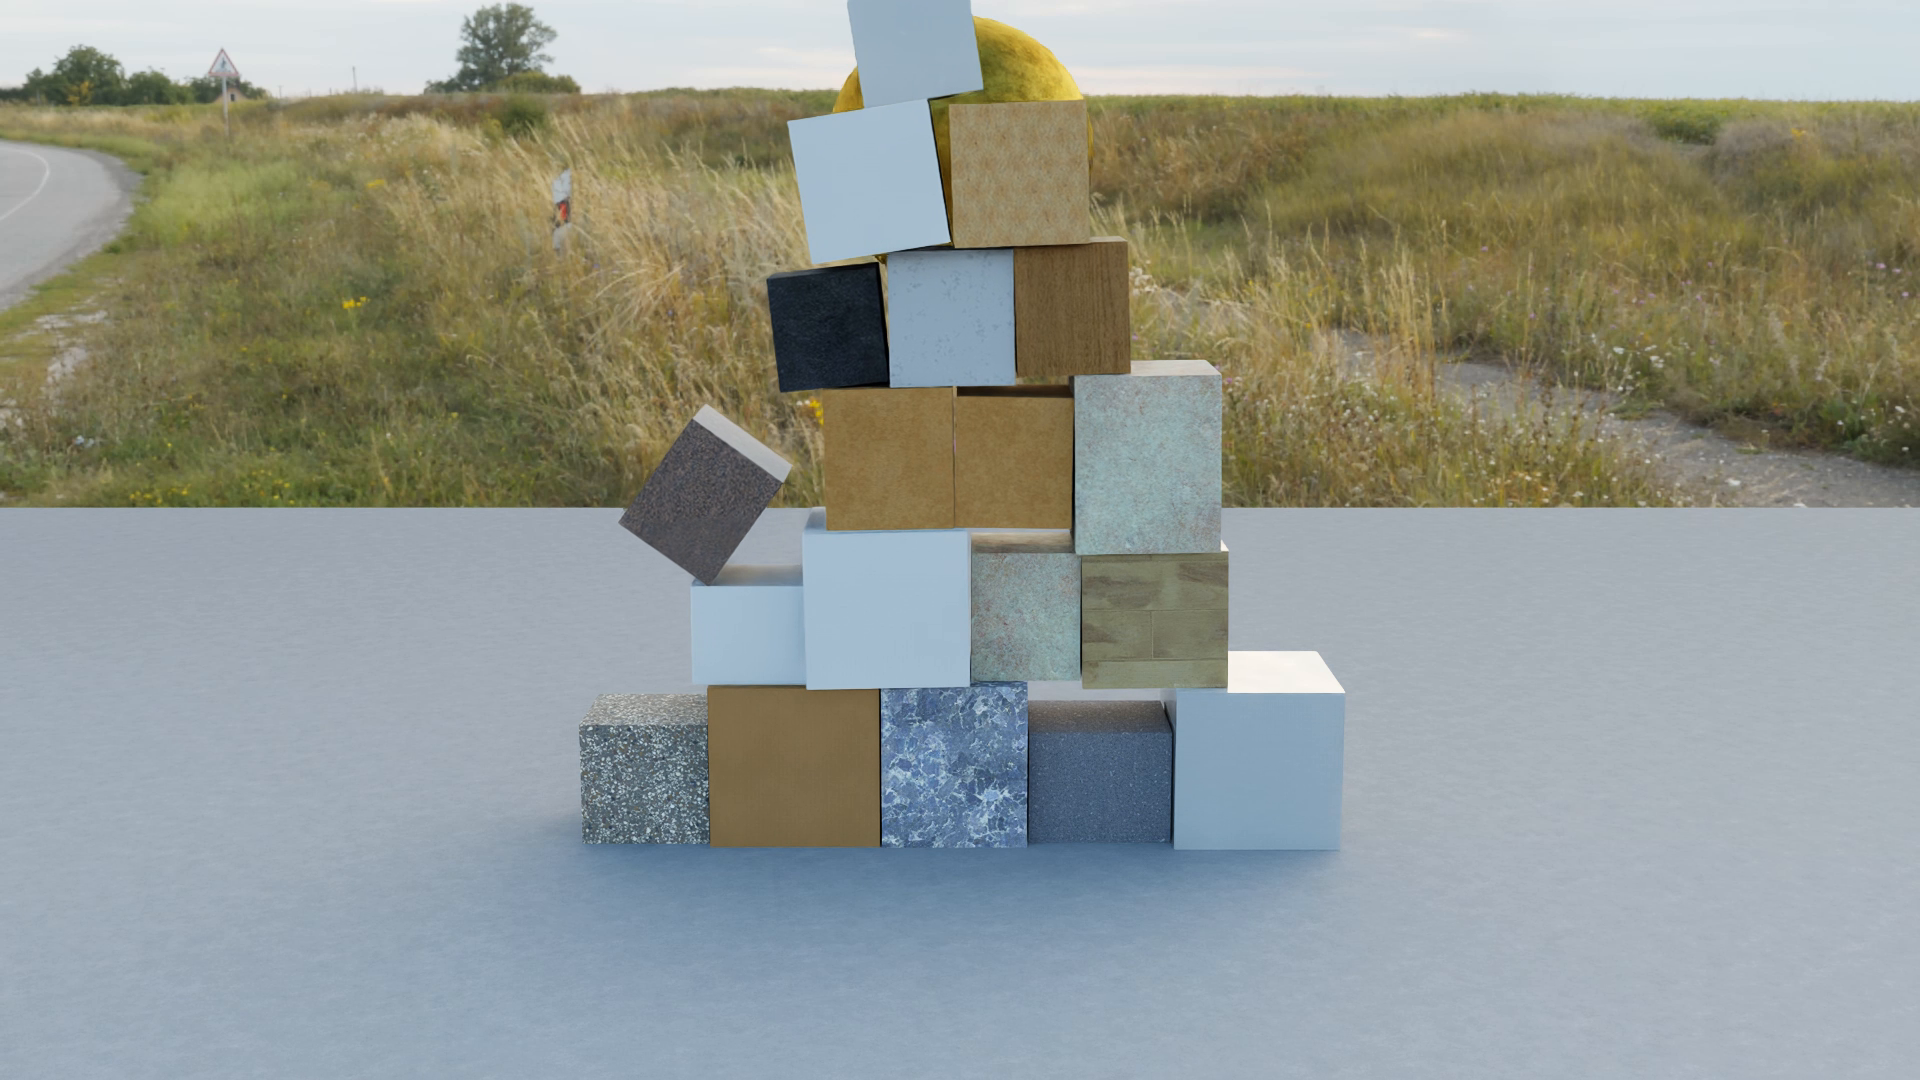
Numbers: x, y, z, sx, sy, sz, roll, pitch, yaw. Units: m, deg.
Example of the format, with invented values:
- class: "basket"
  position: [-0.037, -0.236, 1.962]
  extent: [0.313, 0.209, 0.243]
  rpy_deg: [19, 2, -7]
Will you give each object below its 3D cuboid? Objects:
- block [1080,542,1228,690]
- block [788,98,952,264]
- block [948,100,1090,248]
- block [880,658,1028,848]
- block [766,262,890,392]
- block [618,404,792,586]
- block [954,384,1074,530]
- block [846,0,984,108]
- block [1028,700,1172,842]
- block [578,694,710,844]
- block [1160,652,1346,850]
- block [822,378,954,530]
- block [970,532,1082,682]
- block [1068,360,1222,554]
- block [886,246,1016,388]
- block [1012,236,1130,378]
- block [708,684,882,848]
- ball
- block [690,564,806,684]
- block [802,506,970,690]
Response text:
- class: "block"
  position: [0.969, 0.339, 11.252]
  extent: [0.726, 0.693, 0.684]
  rpy_deg: [-1, 10, 0]
- class: "block"
  position: [-0.432, -1.774, 10.859]
  extent: [0.673, 0.684, 0.763]
  rpy_deg: [-9, 10, 2]
- class: "block"
  position: [0.285, -1.810, 10.851]
  extent: [0.652, 0.676, 0.758]
  rpy_deg: [-2, 10, 0]
- class: "block"
  position: [-0.028, 1.069, 11.364]
  extent: [0.729, 0.831, 0.772]
  rpy_deg: [0, 10, 0]
- class: "block"
  position: [-0.648, -1.070, 10.994]
  extent: [0.535, 0.559, 0.518]
  rpy_deg: [-6, 10, 1]
- class: "block"
  position: [-1.278, -0.236, 11.126]
  extent: [0.546, 0.642, 0.610]
  rpy_deg: [36, 8, -6]
- class: "block"
  position: [0.266, -0.430, 11.089]
  extent: [0.575, 0.649, 0.597]
  rpy_deg: [1, 10, 0]
- class: "block"
  position: [-0.222, -2.471, 10.717]
  extent: [0.577, 0.653, 0.636]
  rpy_deg: [-9, 10, 2]
- class: "block"
  position: [0.706, 1.192, 11.406]
  extent: [0.718, 0.574, 0.647]
  rpy_deg: [0, 10, 0]
- class: "block"
  position: [-1.587, 1.174, 11.376]
  extent: [0.642, 0.619, 0.632]
  rpy_deg: [0, 10, 0]
- class: "block"
  position: [1.491, 1.074, 11.396]
  extent: [0.834, 0.809, 0.892]
  rpy_deg: [0, 10, 0]
- class: "block"
  position: [-0.349, -0.453, 11.103]
  extent: [0.631, 0.697, 0.674]
  rpy_deg: [-1, 10, 0]
- class: "block"
  position: [0.329, 0.335, 11.260]
  extent: [0.543, 0.651, 0.587]
  rpy_deg: [0, 10, 0]
- class: "block"
  position: [0.920, -0.430, 11.095]
  extent: [0.713, 0.877, 0.738]
  rpy_deg: [-1, 10, 0]
- class: "block"
  position: [-0.042, -1.127, 10.982]
  extent: [0.612, 0.660, 0.549]
  rpy_deg: [-1, 10, 0]
- class: "block"
  position: [0.546, -1.169, 10.952]
  extent: [0.553, 0.641, 0.557]
  rpy_deg: [-2, 10, 0]
- class: "block"
  position: [-0.829, 1.073, 11.373]
  extent: [0.854, 0.821, 0.771]
  rpy_deg: [0, 10, 0]
- class: "ball"
  position: [0.000, -2.300, 13.095]
  extent: [1.600, 1.600, 1.600]
  rpy_deg: [0, 10, 0]
- class: "block"
  position: [-1.054, 0.424, 11.243]
  extent: [0.569, 0.502, 0.584]
  rpy_deg: [0, 10, 0]
- class: "block"
  position: [-0.362, 0.276, 11.218]
  extent: [0.808, 0.779, 0.826]
  rpy_deg: [-1, 10, 0]
